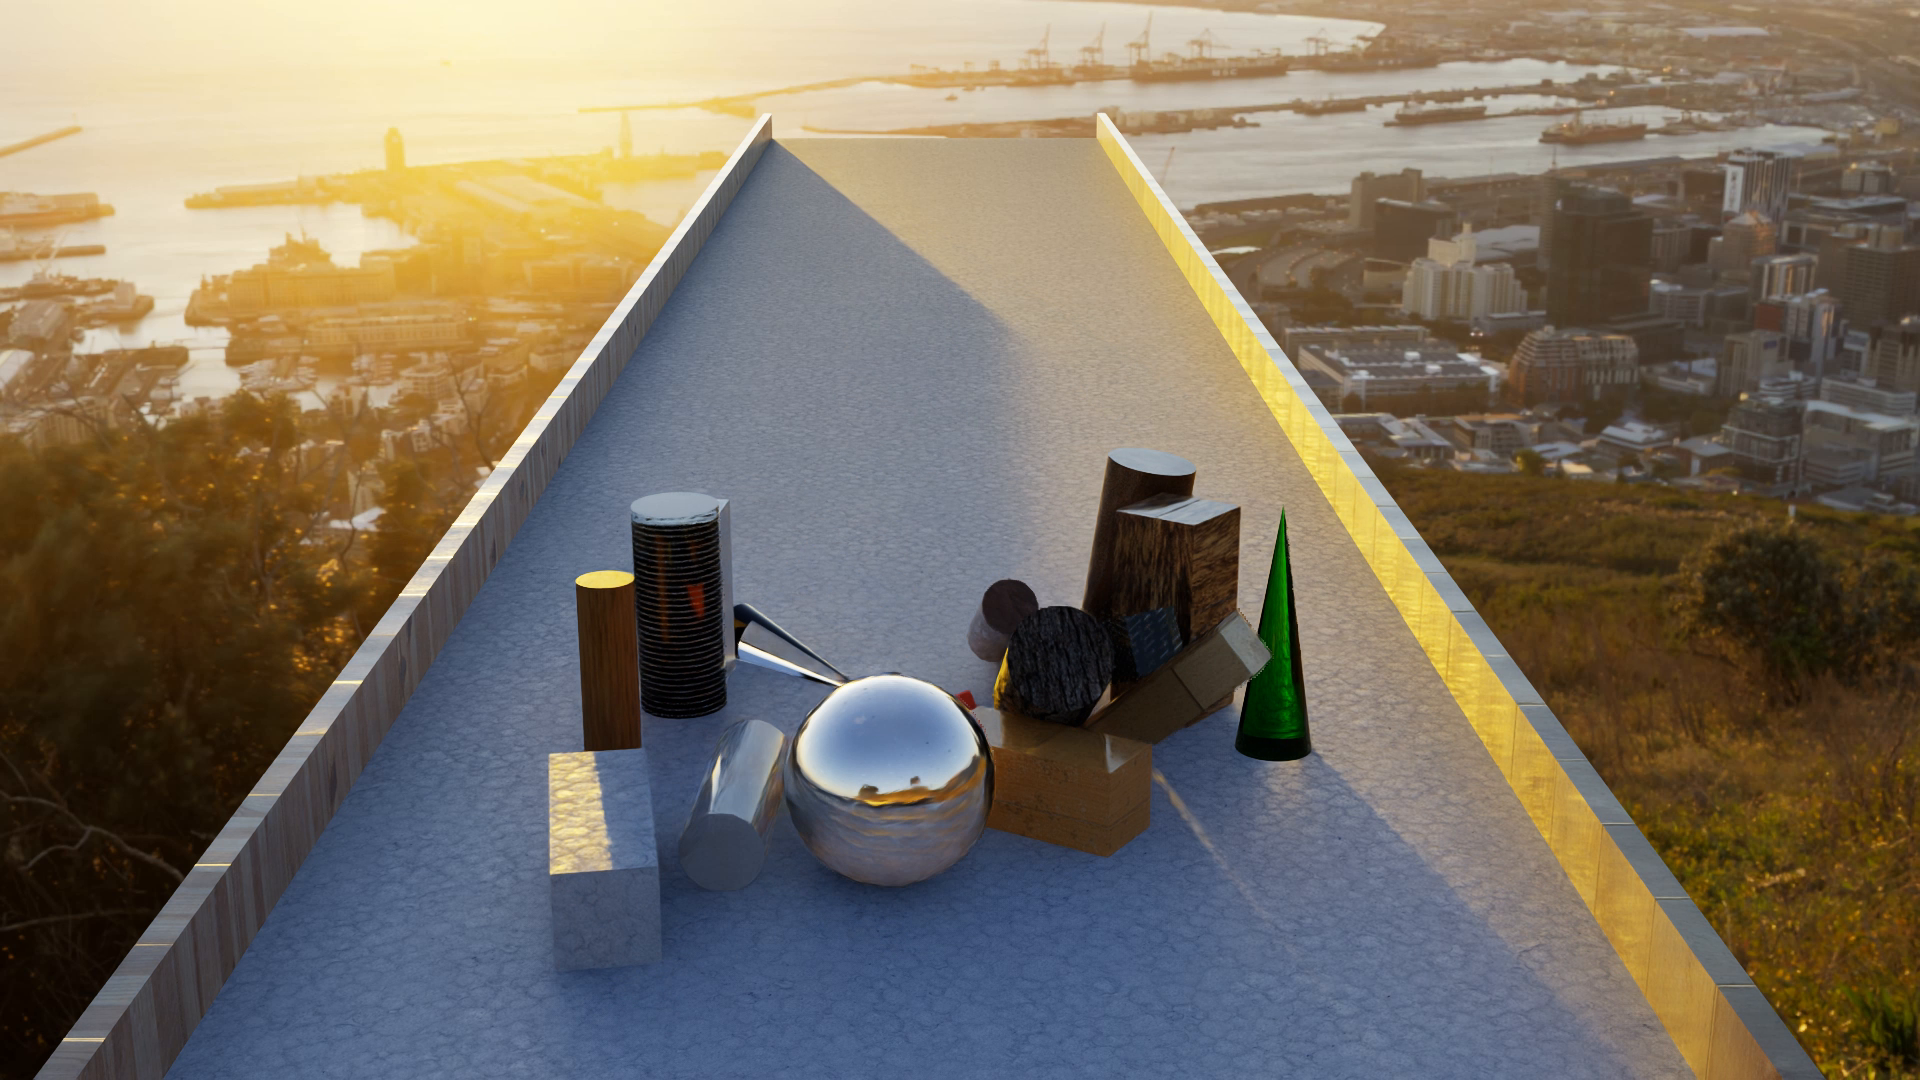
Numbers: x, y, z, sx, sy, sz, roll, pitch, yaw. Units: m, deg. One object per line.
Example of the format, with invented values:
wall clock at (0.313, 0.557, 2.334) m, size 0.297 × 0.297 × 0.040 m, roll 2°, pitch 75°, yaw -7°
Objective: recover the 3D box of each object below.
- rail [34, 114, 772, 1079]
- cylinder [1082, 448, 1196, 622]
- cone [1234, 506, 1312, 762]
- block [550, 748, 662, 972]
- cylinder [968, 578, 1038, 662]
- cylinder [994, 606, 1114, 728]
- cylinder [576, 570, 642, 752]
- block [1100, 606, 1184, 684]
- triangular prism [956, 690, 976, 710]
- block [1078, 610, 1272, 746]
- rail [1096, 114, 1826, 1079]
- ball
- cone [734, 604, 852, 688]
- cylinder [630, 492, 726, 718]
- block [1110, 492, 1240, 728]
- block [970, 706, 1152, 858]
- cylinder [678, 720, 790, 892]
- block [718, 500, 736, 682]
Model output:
rail at (-1.118, -0.838, 7.780) m, size 0.050 × 0.150 × 12.000 m, roll 0°, pitch 17°, yaw -1°
cylinder at (0.342, 0.044, 4.314) m, size 0.173 × 0.416 × 0.173 m, roll 8°, pitch 18°, yaw -3°
cone at (0.565, 0.154, 3.905) m, size 0.138 × 0.457 × 0.138 m, roll 0°, pitch 17°, yaw 0°
block at (-0.545, 0.478, 3.354) m, size 0.152 × 0.152 × 0.454 m, roll -3°, pitch 17°, yaw -10°
cylinder at (0.080, 0.158, 4.245) m, size 0.105 × 0.105 × 0.347 m, roll -1°, pitch -11°, yaw -5°
cylinder at (0.158, 0.241, 3.806) m, size 0.178 × 0.178 × 0.384 m, roll -1°, pitch -14°, yaw -3°
cylinder at (-0.625, 0.223, 3.916) m, size 0.102 × 0.320 × 0.102 m, roll 0°, pitch 17°, yaw 0°
block at (0.252, 0.213, 4.066) m, size 0.112 × 0.112 × 0.373 m, roll -11°, pitch -4°, yaw -33°
triangular prism at (-0.117, 0.360, 3.837) m, size 0.113 × 0.098 × 0.398 m, roll 14°, pitch 22°, yaw 40°
block at (0.369, 0.265, 3.805) m, size 0.338 × 0.102 × 0.102 m, roll -40°, pitch -5°, yaw 30°
rail at (0.932, -0.844, 7.801) m, size 0.050 × 0.150 × 12.000 m, roll 0°, pitch 17°, yaw -1°
ball at (-0.108, 0.371, 3.406) m, size 0.326 × 0.326 × 0.326 m, roll 0°, pitch 17°, yaw 0°
cone at (-0.302, 0.243, 4.309) m, size 0.383 × 0.114 × 0.114 m, roll 23°, pitch 27°, yaw 34°
cylinder at (-0.526, 0.122, 4.120) m, size 0.163 × 0.393 × 0.163 m, roll 0°, pitch 18°, yaw 0°
block at (0.403, 0.128, 4.115) m, size 0.169 × 0.387 × 0.169 m, roll 12°, pitch 19°, yaw 35°
block at (0.135, 0.396, 3.640) m, size 0.332 × 0.145 × 0.145 m, roll 10°, pitch 19°, yaw 31°
cylinder at (-0.360, 0.424, 3.568) m, size 0.132 × 0.132 × 0.393 m, roll 1°, pitch 17°, yaw 2°
block at (-0.514, 0.103, 4.266) m, size 0.122 × 0.348 × 0.122 m, roll 2°, pitch 18°, yaw 7°
